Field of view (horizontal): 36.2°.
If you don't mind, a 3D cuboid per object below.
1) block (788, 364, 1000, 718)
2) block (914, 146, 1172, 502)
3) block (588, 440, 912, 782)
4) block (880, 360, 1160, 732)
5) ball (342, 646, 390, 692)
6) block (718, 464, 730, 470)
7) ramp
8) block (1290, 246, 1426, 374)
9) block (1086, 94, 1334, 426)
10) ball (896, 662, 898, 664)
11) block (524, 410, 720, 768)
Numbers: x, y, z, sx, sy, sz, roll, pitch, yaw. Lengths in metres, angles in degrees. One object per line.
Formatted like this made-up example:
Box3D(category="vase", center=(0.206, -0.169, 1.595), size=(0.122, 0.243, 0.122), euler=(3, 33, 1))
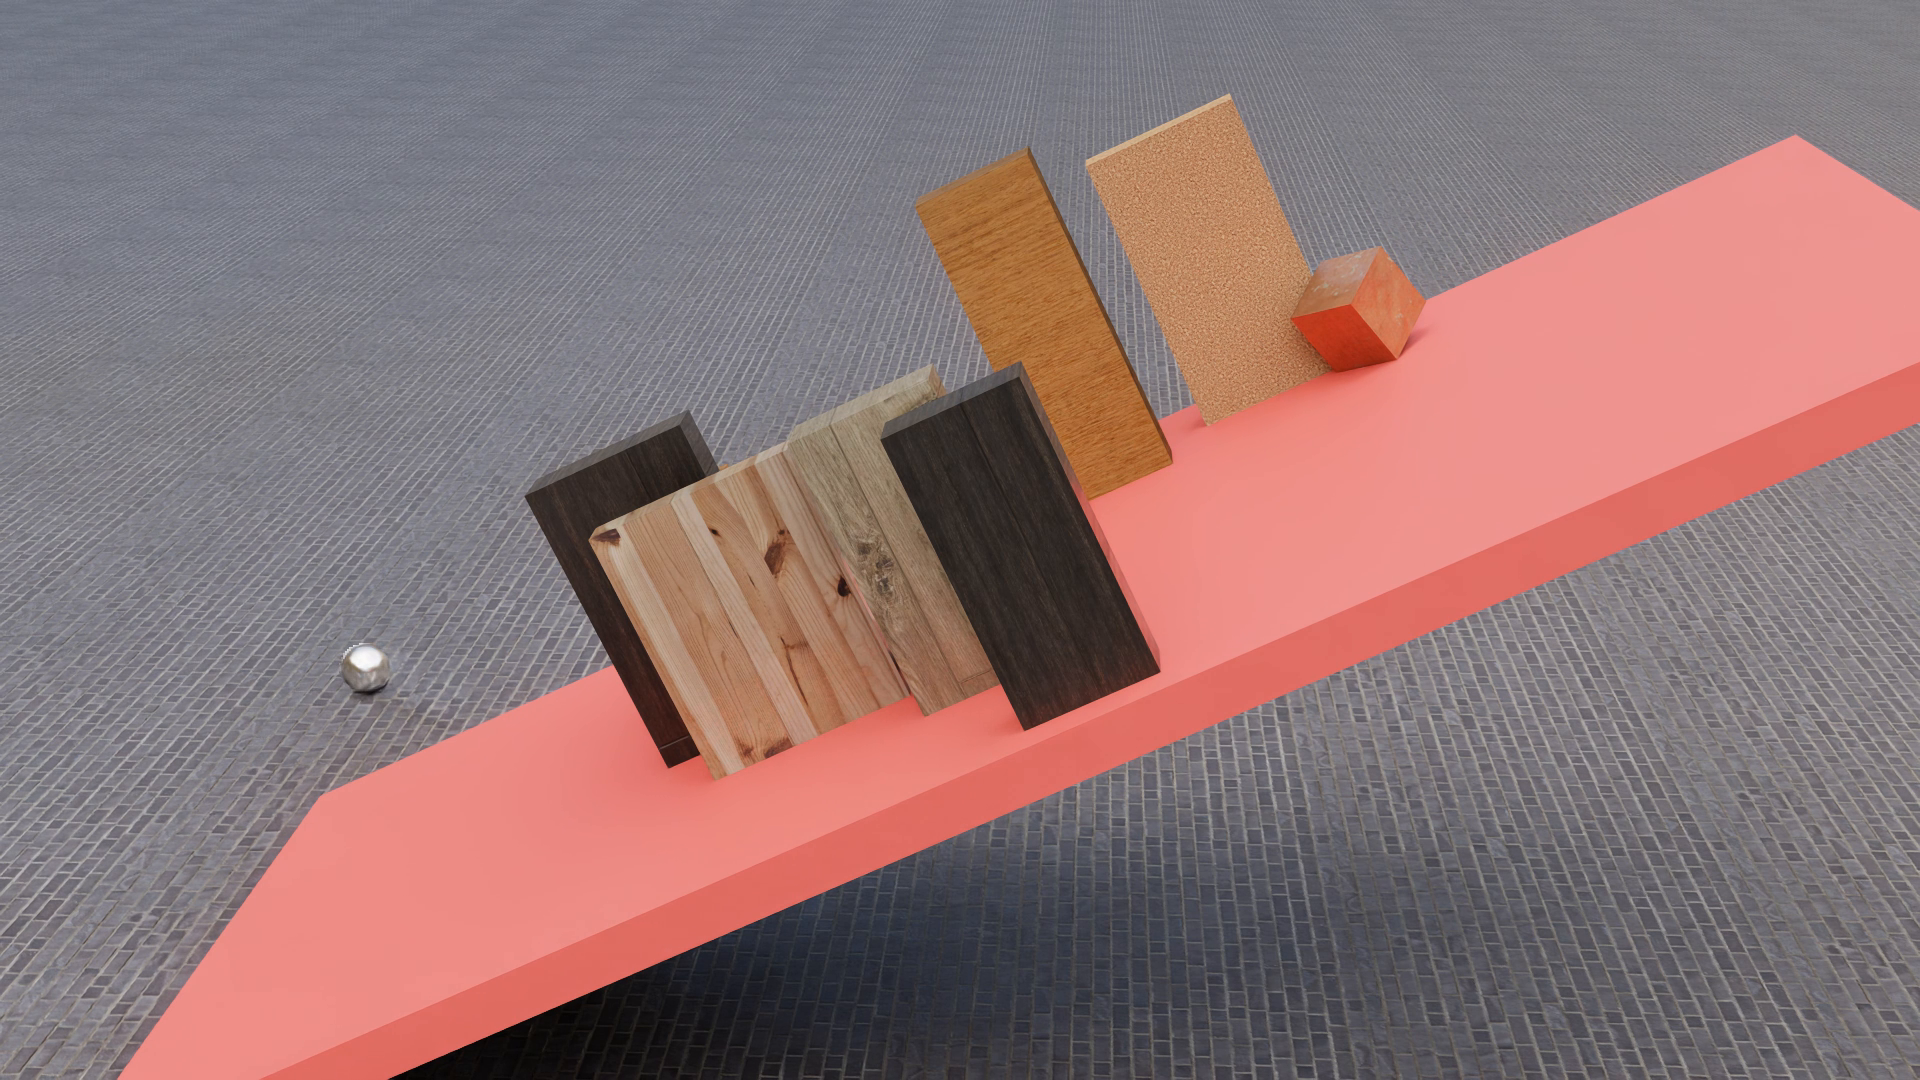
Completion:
Box3D(category="block", center=(-0.061, 0.002, 5.741), size=(0.300, 0.607, 0.148), euler=(-24, 13, 9))
Box3D(category="block", center=(0.195, -0.477, 6.710), size=(0.278, 0.783, 0.127), euler=(-24, 13, 9))
Box3D(category="block", center=(-0.420, 0.145, 5.962), size=(0.444, 0.565, 0.093), euler=(-24, 13, 9))
Box3D(category="block", center=(0.114, 0.013, 5.366), size=(0.275, 0.607, 0.132), euler=(-24, 13, 9))
Box3D(category="ball", center=(-1.737, 0.378, 8.608), size=(0.139, 0.139, 0.139), euler=(0, 16, 0))
Box3D(category="block", center=(-0.582, 0.113, 6.624), size=(0.348, 0.460, 0.105), euler=(-24, 13, 9))
Box3D(category="ramp", center=(0.136, 0.169, 6.282), size=(4.000, 0.100, 2.000), euler=(-24, 13, 9))
Box3D(category="block", center=(0.913, -0.527, 6.740), size=(0.185, 0.185, 0.185), euler=(-11, 41, 49))
Box3D(category="block", center=(0.600, -0.648, 6.838), size=(0.365, 0.675, 0.097), euler=(-24, 13, 9))
Box3D(category="ball", center=(-0.067, 0.220, 5.954), size=(0.134, 0.134, 0.134), euler=(0, 16, 0))
Box3D(category="block", center=(-0.597, 0.106, 6.230), size=(0.364, 0.662, 0.138), euler=(-24, 13, 9))
